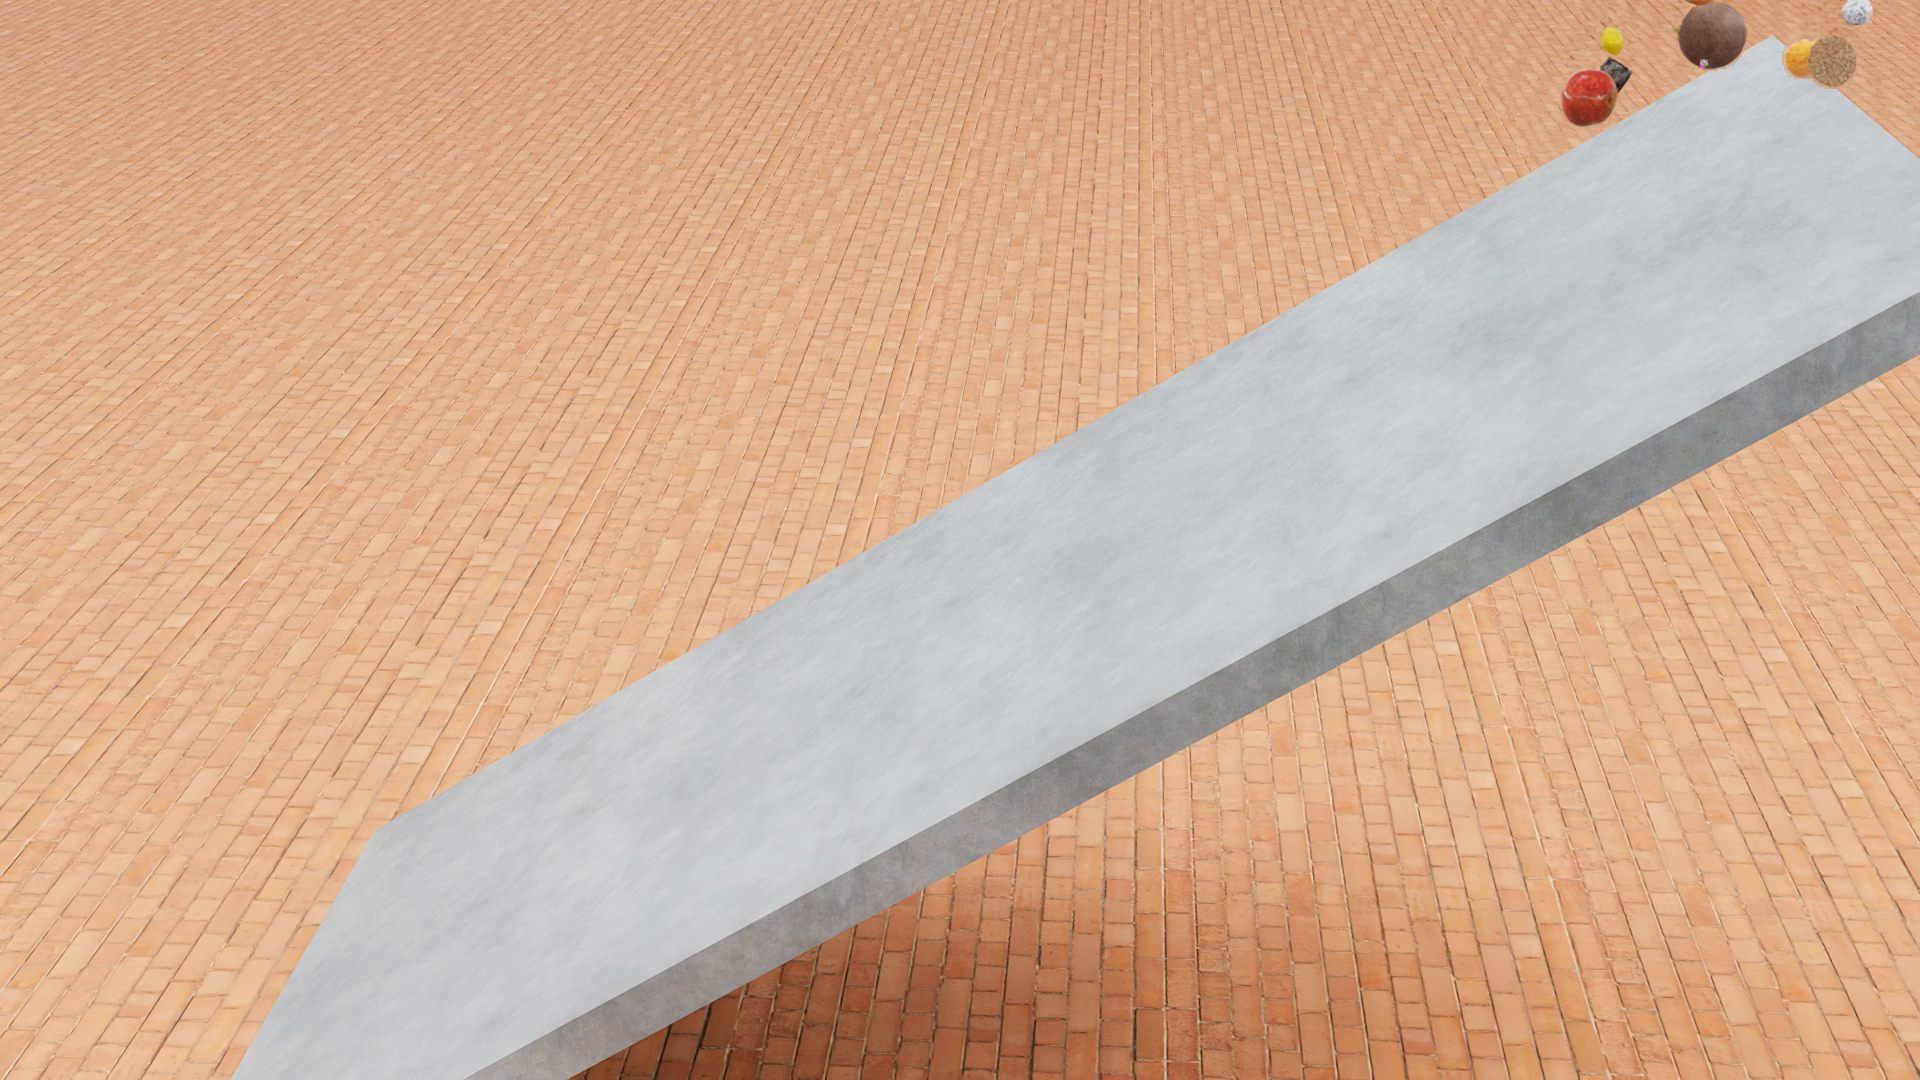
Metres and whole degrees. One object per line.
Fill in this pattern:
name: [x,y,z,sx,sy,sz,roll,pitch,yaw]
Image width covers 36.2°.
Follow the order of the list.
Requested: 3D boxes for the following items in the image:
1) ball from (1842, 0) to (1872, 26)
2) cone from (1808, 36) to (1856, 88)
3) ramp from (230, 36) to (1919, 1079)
ball: [1.758,-1.035,5.765,0.057,0.057,0.057,0,19,0]
cone: [1.670,-0.910,5.556,0.097,0.097,0.097,17,24,39]
ramp: [0.141,0.169,6.289,4.000,0.100,2.000,-29,15,13]
